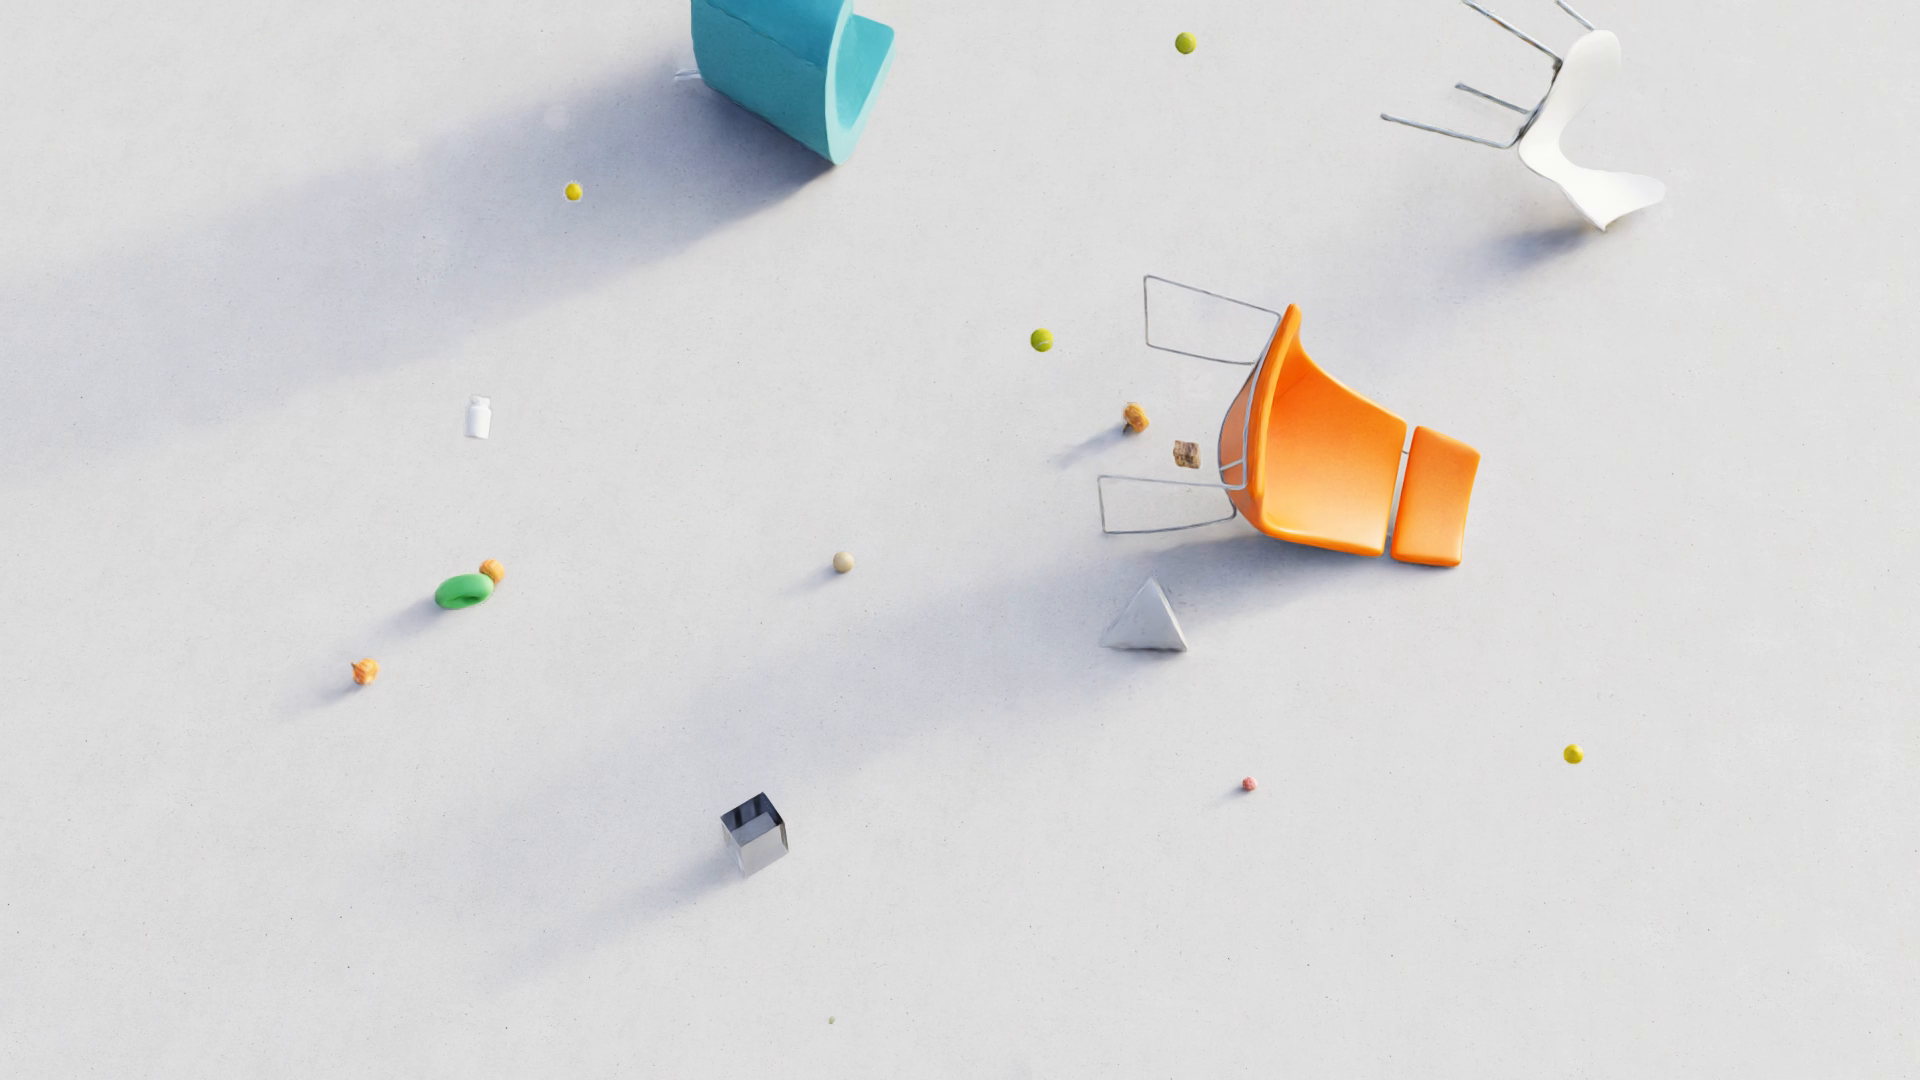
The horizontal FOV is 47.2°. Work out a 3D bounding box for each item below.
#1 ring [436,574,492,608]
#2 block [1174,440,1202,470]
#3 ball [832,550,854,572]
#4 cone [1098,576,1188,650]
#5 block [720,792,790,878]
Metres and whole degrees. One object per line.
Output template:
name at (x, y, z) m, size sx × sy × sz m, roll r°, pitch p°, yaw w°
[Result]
ring at (-1.444, 0.148, 6.400) m, size 0.208 × 0.091 × 0.069 m, roll -13°, pitch 56°, yaw 28°
block at (0.651, -0.244, 6.292) m, size 0.066 × 0.102 × 0.038 m, roll 9°, pitch 73°, yaw 15°
ball at (-0.344, 0.064, 6.492) m, size 0.064 × 0.064 × 0.064 m, roll 0°, pitch 56°, yaw 0°
cone at (0.502, 0.258, 6.348) m, size 0.234 × 0.158 × 0.238 m, roll -26°, pitch 90°, yaw 9°
block at (-0.553, 0.795, 5.926) m, size 0.136 × 0.189 × 0.109 m, roll -29°, pitch 61°, yaw -18°
